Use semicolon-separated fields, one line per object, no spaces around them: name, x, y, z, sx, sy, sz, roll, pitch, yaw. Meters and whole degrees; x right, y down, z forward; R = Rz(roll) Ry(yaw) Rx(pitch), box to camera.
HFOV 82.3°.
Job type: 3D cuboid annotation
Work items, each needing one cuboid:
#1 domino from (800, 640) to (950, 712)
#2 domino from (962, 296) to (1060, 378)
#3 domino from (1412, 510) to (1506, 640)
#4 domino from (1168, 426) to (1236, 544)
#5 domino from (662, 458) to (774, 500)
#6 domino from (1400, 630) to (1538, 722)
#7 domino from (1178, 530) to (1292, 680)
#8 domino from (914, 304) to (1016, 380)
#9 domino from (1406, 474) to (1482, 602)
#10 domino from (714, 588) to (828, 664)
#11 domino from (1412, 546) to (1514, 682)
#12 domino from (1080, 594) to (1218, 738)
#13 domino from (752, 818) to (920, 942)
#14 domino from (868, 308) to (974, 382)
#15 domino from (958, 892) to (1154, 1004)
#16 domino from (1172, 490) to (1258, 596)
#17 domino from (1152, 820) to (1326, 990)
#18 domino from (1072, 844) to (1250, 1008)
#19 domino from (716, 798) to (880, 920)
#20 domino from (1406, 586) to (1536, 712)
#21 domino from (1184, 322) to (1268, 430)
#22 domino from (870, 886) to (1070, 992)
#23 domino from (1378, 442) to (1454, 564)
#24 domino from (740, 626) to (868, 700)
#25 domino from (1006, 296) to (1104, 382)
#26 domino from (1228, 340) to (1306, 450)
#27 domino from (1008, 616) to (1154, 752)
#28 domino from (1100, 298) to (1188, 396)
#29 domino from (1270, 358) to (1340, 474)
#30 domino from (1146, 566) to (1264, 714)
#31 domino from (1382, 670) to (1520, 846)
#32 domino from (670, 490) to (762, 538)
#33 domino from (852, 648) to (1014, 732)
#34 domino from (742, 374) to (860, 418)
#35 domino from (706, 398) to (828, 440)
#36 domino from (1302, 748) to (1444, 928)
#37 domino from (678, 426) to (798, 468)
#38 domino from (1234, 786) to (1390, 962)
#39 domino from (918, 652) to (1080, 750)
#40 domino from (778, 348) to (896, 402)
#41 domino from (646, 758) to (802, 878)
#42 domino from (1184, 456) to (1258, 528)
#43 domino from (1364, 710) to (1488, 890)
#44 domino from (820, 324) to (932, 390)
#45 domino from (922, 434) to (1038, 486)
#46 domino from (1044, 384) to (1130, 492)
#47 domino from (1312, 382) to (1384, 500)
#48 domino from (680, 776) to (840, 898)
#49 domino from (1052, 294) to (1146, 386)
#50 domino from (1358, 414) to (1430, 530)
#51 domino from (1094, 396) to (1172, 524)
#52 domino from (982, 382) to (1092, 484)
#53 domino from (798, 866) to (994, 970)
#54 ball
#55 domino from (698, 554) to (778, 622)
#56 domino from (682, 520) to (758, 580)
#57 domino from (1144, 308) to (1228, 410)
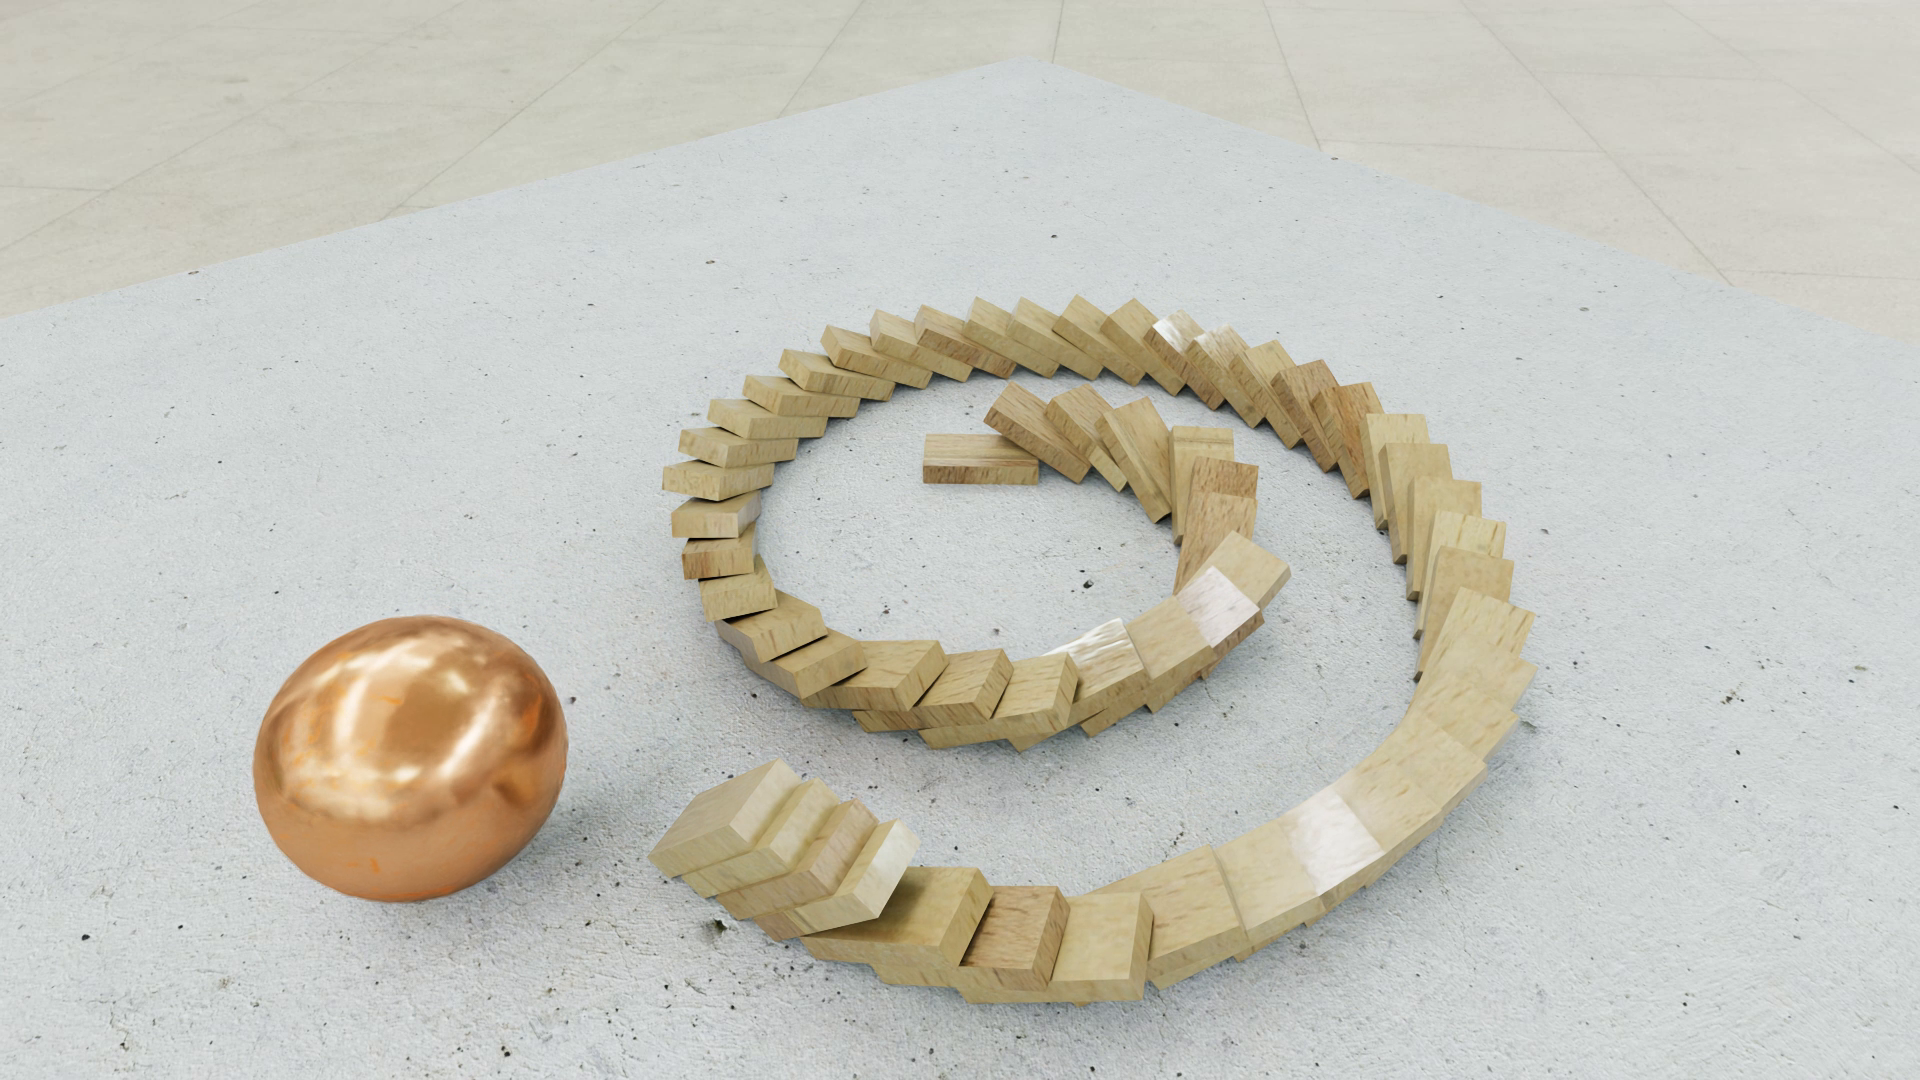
domino;-0.031;0.045;0.371;0.050;0.010;0.025;-5;29;41
domino;0.027;-0.102;0.551;0.050;0.010;0.025;25;39;-11
domino;0.186;0.015;0.409;0.025;0.010;0.050;13;67;15
domino;0.100;-0.022;0.453;0.025;0.009;0.050;3;66;-1
domino;-0.100;-0.027;0.459;0.025;0.010;0.050;11;13;13
domino;0.162;0.056;0.358;0.025;0.009;0.050;32;75;32
domino;0.093;0.023;0.396;0.025;0.010;0.050;37;81;34
domino;0.002;-0.099;0.547;0.050;0.009;0.025;18;35;-20
domino;0.188;0.000;0.427;0.025;0.010;0.050;7;66;9
domino;-0.068;0.029;0.389;0.025;0.009;0.050;-24;17;-24
domino;0.180;0.028;0.392;0.025;0.010;0.050;14;67;16
domino;0.059;0.043;0.374;0.050;0.010;0.025;-33;44;4
domino;-0.034;0.094;0.303;0.010;0.050;0.025;48;44;-12
domino;-0.019;-0.096;0.544;0.050;0.009;0.025;17;34;-22
domino;0.025;0.109;0.293;0.050;0.009;0.025;-13;33;27
domino;0.096;0.007;0.416;0.025;0.009;0.050;10;70;12
domino;0.071;0.101;0.304;0.050;0.009;0.025;-29;41;6
domino;0.050;0.105;0.299;0.050;0.010;0.025;-26;39;11
domino;-0.046;0.090;0.308;0.010;0.050;0.025;48;44;-12
domino;0.173;0.043;0.374;0.025;0.010;0.050;23;71;25
domino;0.133;-0.078;0.522;0.025;0.010;0.050;-28;73;-30
domino;0.003;0.107;0.296;0.050;0.010;0.025;-11;32;30
domino;0.186;-0.015;0.445;0.025;0.010;0.050;1;65;2
domino;-0.055;0.039;0.379;0.025;0.009;0.050;-25;19;-27
domino;0.049;-0.101;0.550;0.050;0.010;0.025;26;39;-9
domino;0.150;-0.068;0.510;0.025;0.009;0.050;-22;70;-24
domino;0.037;0.048;0.368;0.050;0.010;0.025;-28;40;8
domino;0.096;-0.096;0.543;0.050;0.009;0.025;44;51;8
domino;0.164;-0.056;0.495;0.025;0.009;0.050;-17;68;-19
domino;0.078;0.034;0.383;0.050;0.010;0.025;-39;49;-1
domino;0.148;0.068;0.344;0.050;0.010;0.025;-45;53;-9
domino;-0.097;-0.011;0.440;0.025;0.010;0.050;0;13;0
domino;-0.009;0.050;0.364;0.050;0.009;0.025;-10;31;35
domino;-0.073;-0.066;0.507;0.025;0.010;0.050;31;22;32
domino;-0.086;-0.055;0.493;0.025;0.010;0.050;26;19;29
domino;0.112;0.087;0.321;0.050;0.009;0.025;-37;46;-2
domino;-0.095;-0.041;0.477;0.025;0.010;0.050;20;16;23
domino;0.092;0.094;0.312;0.050;0.010;0.025;-33;44;1
domino;0.013;0.053;0.360;0.050;0.010;0.025;-15;33;30
domino;-0.058;-0.078;0.522;0.050;0.010;0.025;1;30;-43
domino;-0.069;0.081;0.318;0.010;0.050;0.025;48;44;-12
domino;0.102;-0.008;0.435;0.025;0.009;0.050;10;66;6
domino;0.131;0.078;0.332;0.050;0.009;0.025;-40;49;-5
domino;-0.041;-0.089;0.535;0.050;0.009;0.025;10;31;-33
domino;0.009;-0.036;0.487;0.050;0.009;0.025;1;39;1
domino;0.063;-0.046;0.483;0.025;0.010;0.050;-26;67;-38
domino;0.175;-0.044;0.480;0.025;0.010;0.050;-10;68;-12
domino;-0.057;0.085;0.313;0.009;0.050;0.025;48;44;-12
domino;0.072;-0.100;0.548;0.050;0.010;0.025;35;44;-2
domino;0.185;-0.029;0.462;0.025;0.010;0.050;0;66;0
domino;0.081;-0.034;0.465;0.025;0.010;0.050;-23;77;-26
domino;0.037;-0.048;0.486;0.050;0.009;0.025;33;43;1
domino;-0.018;0.102;0.300;0.050;0.009;0.025;-12;29;36
ball;-0.154;0.061;0.313;0.080;0.080;0.080;0;39;0
domino;-0.083;0.017;0.406;0.025;0.009;0.050;-11;14;-13
domino;-0.091;0.003;0.422;0.025;0.009;0.050;-6;13;-7
domino;0.115;-0.088;0.534;0.025;0.009;0.050;-33;76;-34
